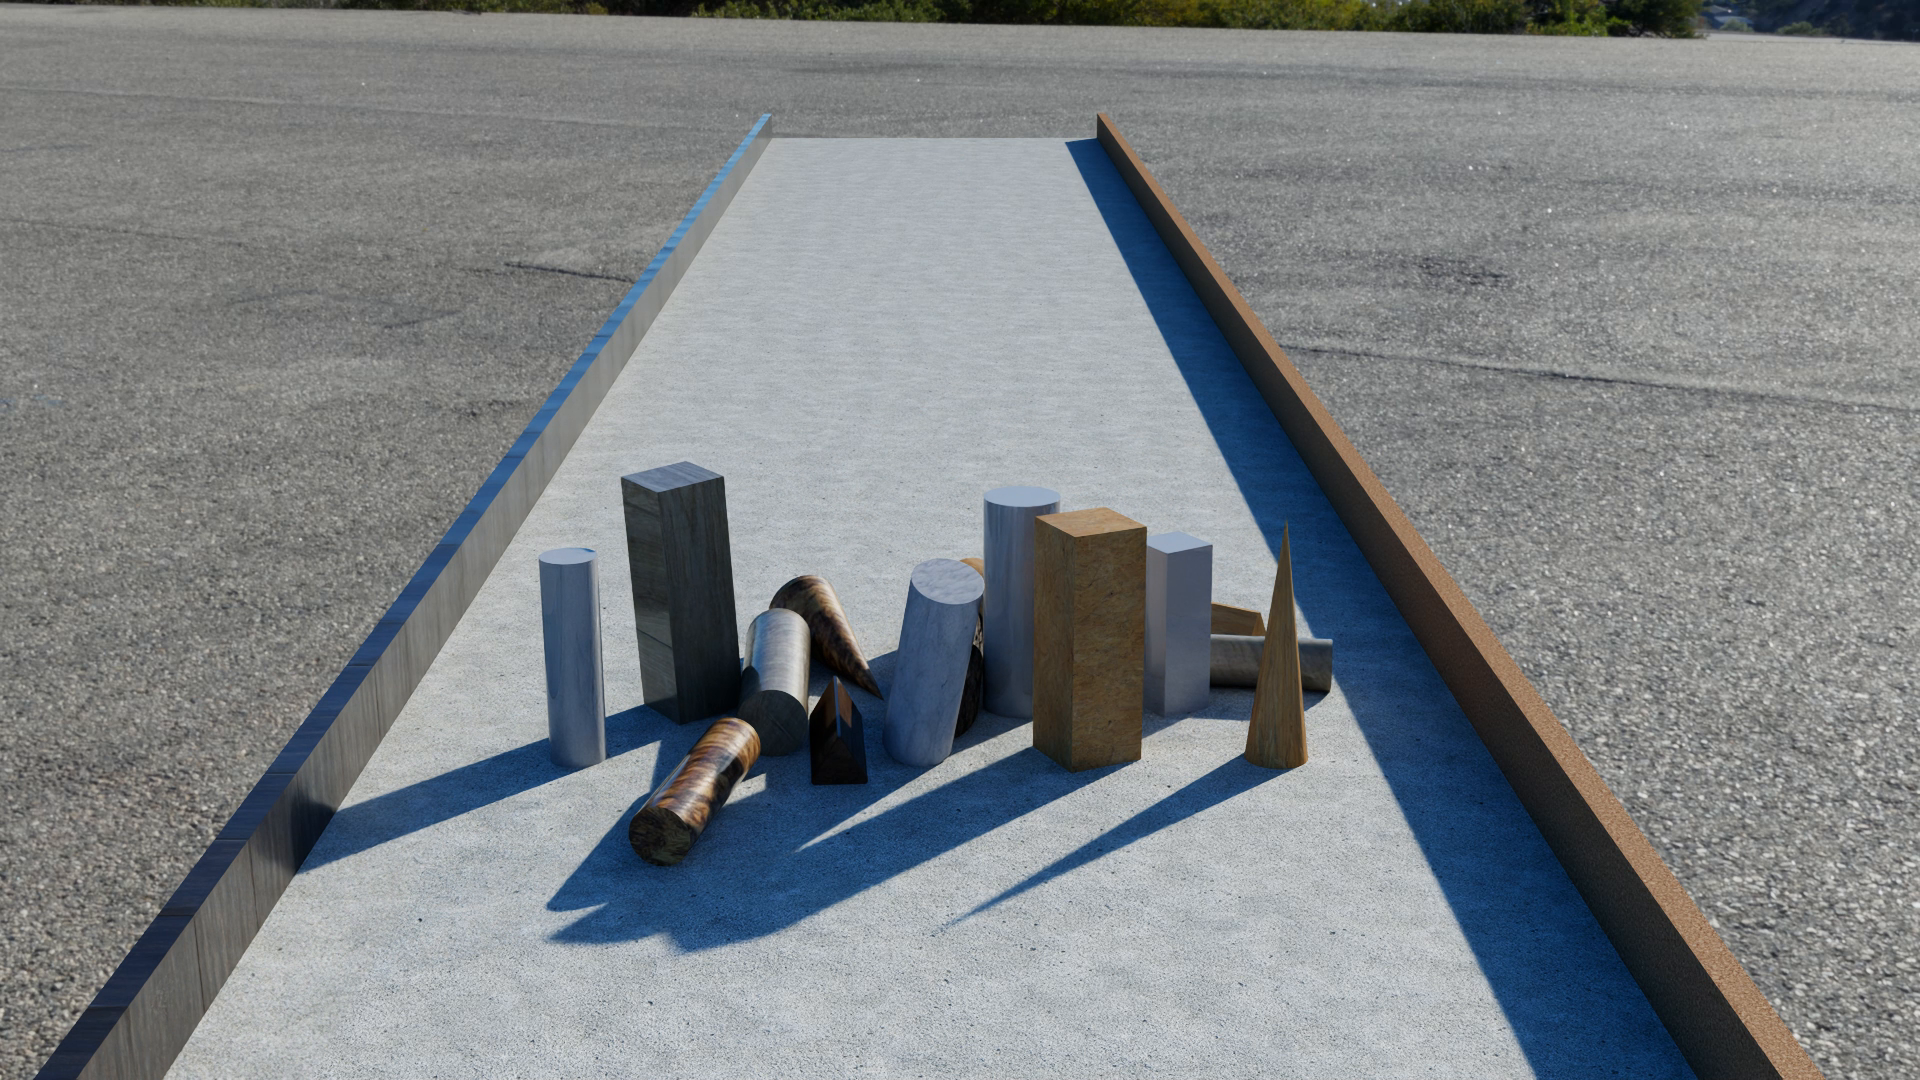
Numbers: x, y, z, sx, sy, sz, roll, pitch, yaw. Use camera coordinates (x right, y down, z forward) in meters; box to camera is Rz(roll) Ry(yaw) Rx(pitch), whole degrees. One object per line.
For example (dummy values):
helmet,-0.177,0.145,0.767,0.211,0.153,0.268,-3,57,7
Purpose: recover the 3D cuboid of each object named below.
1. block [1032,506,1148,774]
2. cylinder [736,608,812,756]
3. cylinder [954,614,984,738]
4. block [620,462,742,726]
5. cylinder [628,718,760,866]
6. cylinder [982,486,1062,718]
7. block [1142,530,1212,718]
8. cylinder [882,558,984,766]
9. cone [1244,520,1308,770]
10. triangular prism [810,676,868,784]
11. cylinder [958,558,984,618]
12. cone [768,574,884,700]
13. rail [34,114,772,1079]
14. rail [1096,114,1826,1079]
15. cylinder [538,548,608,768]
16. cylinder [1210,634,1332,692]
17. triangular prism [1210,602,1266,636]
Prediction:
block,0.227,0.175,3.882,0.142,0.431,0.142,-8,18,-26
cylinder,-0.346,0.260,4.128,0.128,0.128,0.459,-1,17,-3
cylinder,-0.029,0.240,4.165,0.144,0.144,0.397,1,17,3
block,-0.515,0.098,4.091,0.138,0.452,0.138,-16,23,-33
cylinder,-0.436,0.413,3.659,0.102,0.102,0.396,3,17,11
cylinder,0.115,0.116,4.116,0.144,0.411,0.144,0,17,0
block,0.397,0.158,4.127,0.104,0.323,0.104,-11,20,-30
cylinder,-0.049,0.216,3.819,0.125,0.369,0.125,7,36,-5
cone,0.564,0.173,3.861,0.113,0.447,0.113,0,17,0
triangular prism,-0.220,0.336,3.943,0.095,0.083,0.316,-1,17,-4
cylinder,0.107,0.160,4.415,0.157,0.157,0.378,-9,19,-27
cone,-0.233,0.224,4.342,0.154,0.154,0.385,-9,30,-27
rail,-1.118,-0.838,7.780,0.050,0.150,12.000,0,17,-1
rail,0.932,-0.844,7.801,0.050,0.150,12.000,0,17,-1
cylinder,-0.680,0.207,3.870,0.101,0.376,0.101,0,17,0
cylinder,0.500,0.233,4.266,0.434,0.100,0.100,2,17,7
triangular prism,0.406,0.158,4.489,0.458,0.112,0.129,12,20,34
